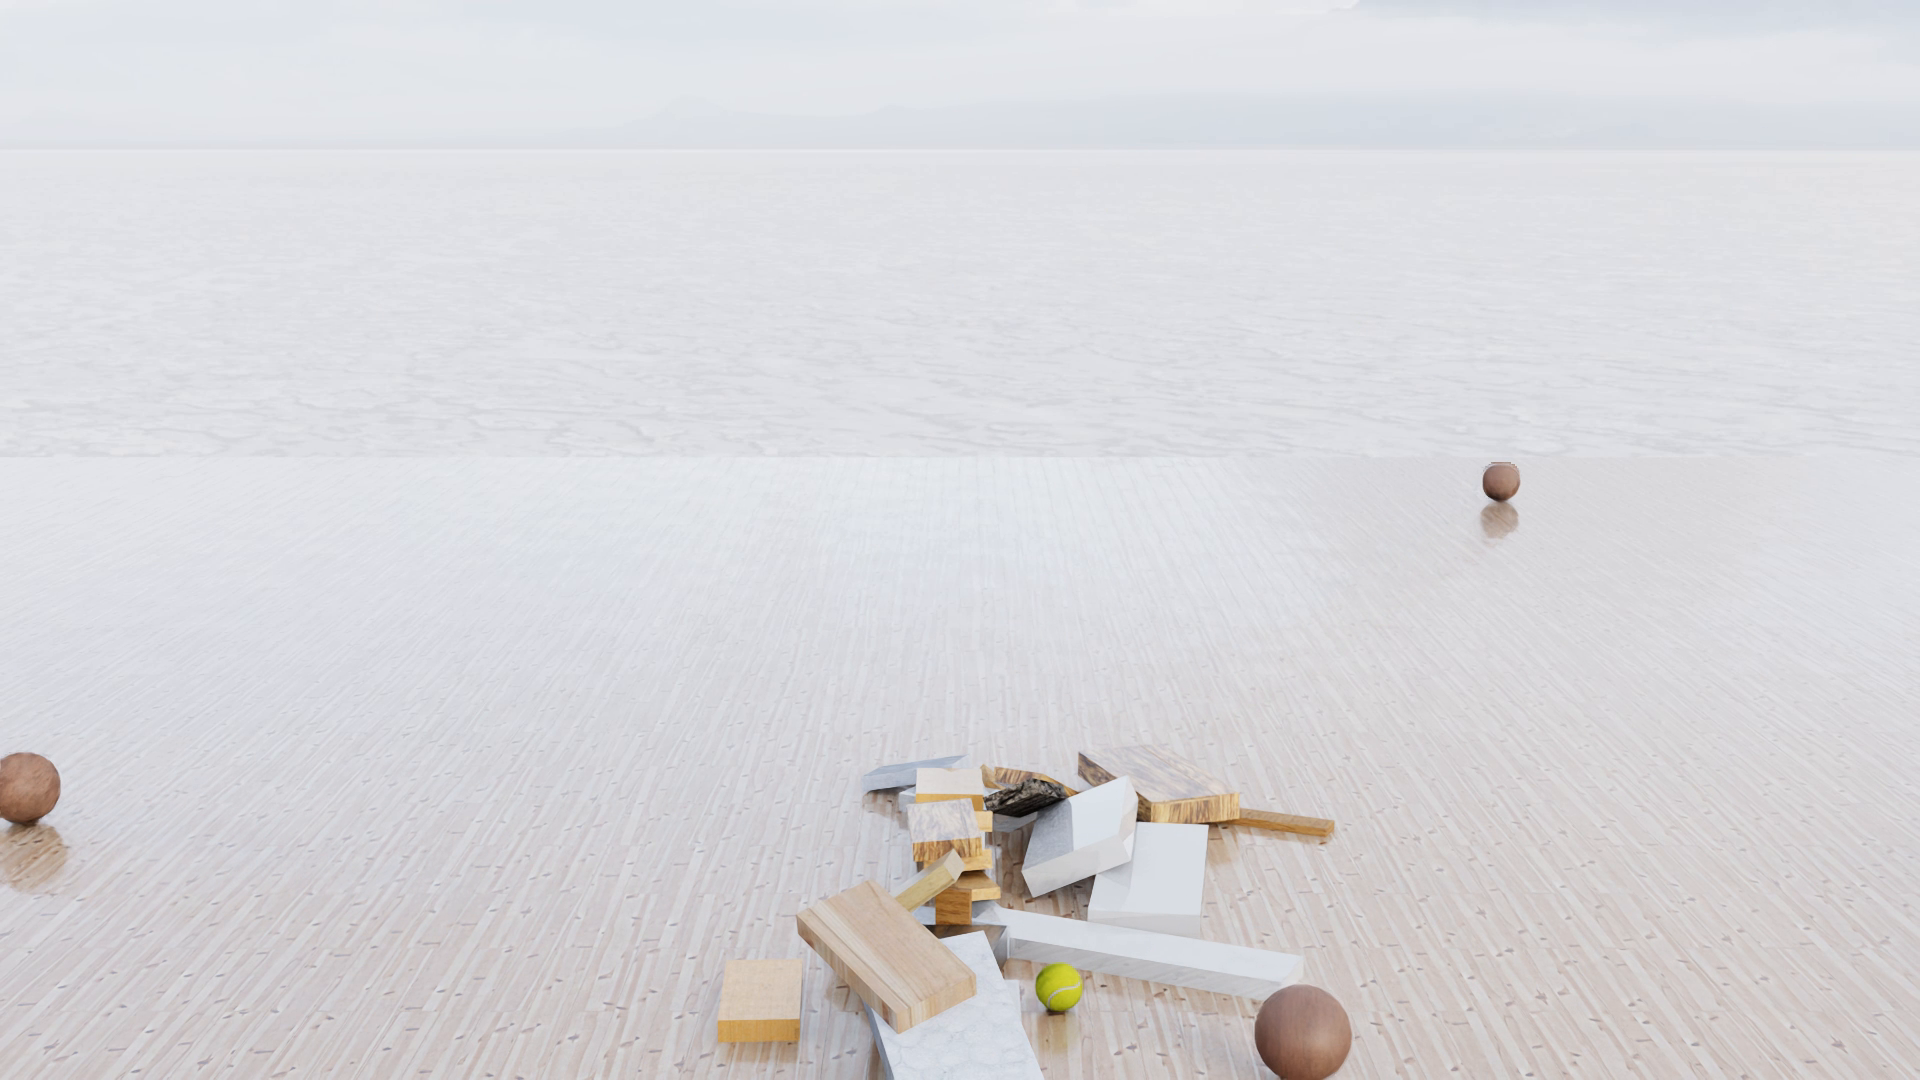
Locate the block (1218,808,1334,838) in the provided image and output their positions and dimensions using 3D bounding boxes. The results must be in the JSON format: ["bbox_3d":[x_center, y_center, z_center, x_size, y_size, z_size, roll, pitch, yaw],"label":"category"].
[{"bbox_3d":[0.496,0.508,4.066,0.386,0.016,0.055,5,12,25],"label":"block"}]

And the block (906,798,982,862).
[{"bbox_3d":[-0.028,0.476,3.625,0.110,0.031,0.221,-4,10,-3],"label":"block"}]

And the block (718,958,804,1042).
[{"bbox_3d":[-0.287,0.664,3.182,0.114,0.032,0.228,-1,11,-3],"label":"block"}]

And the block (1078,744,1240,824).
[{"bbox_3d":[0.370,0.460,4.148,0.175,0.050,0.350,-4,11,-19],"label":"block"}]

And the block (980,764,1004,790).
[{"bbox_3d":[0.066,0.466,4.206,0.055,0.016,0.111,41,4,-11],"label":"block"}]

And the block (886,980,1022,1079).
[{"bbox_3d":[-0.006,0.690,2.990,0.179,0.051,0.358,0,11,0],"label":"block"}]

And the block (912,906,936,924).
[{"bbox_3d":[-0.058,0.612,3.510,0.054,0.015,0.107,4,11,18],"label":"block"}]

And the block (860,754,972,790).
[{"bbox_3d":[-0.083,0.447,4.229,0.193,0.027,0.096,-10,3,22],"label":"block"}]

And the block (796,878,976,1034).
[{"bbox_3d":[-0.100,0.550,2.928,0.124,0.035,0.248,-21,35,-29],"label":"block"}]

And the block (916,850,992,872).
[{"bbox_3d":[-0.011,0.536,3.657,0.110,0.031,0.221,-5,-8,-5],"label":"block"}]

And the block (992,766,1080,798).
[{"bbox_3d":[0.144,0.459,4.074,0.096,0.027,0.193,6,-15,27],"label":"block"}]

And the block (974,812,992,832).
[{"bbox_3d":[-0.016,0.495,3.862,0.121,0.034,0.241,2,-8,-5],"label":"block"}]

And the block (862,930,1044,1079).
[{"bbox_3d":[-0.009,0.652,2.831,0.179,0.051,0.358,-9,31,-11],"label":"block"}]

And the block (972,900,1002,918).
[{"bbox_3d":[0.024,0.597,3.580,0.063,0.018,0.126,-4,11,-21],"label":"block"}]

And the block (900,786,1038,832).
[{"bbox_3d":[0.020,0.493,4.098,0.241,0.034,0.121,7,12,32],"label":"block"}]

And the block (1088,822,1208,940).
[{"bbox_3d":[0.319,0.565,3.665,0.175,0.050,0.458,1,11,8],"label":"block"}]

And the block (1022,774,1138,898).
[{"bbox_3d":[0.211,0.506,3.791,0.175,0.050,0.350,-23,7,10],"label":"block"}]

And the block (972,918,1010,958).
[{"bbox_3d":[0.025,0.613,3.395,0.107,0.054,0.015,5,6,24],"label":"block"}]

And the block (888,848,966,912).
[{"bbox_3d":[-0.100,0.559,3.360,0.228,0.032,0.114,-36,-1,9],"label":"block"}]

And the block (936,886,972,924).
[{"bbox_3d":[-0.010,0.588,3.384,0.054,0.107,0.015,3,9,13],"label":"block"}]

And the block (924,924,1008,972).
[{"bbox_3d":[-0.034,0.608,3.194,0.179,0.051,0.358,0,-2,5],"label":"block"}]

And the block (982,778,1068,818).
[{"bbox_3d":[0.117,0.459,3.904,0.096,0.027,0.193,-23,-16,14],"label":"block"}]

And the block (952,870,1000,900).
[{"bbox_3d":[0.018,0.558,3.554,0.063,0.018,0.126,-3,5,-14],"label":"block"}]

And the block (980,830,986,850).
[{"bbox_3d":[-0.011,0.517,3.786,0.110,0.031,0.221,1,-8,1],"label":"block"}]

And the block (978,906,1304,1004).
[{"bbox_3d":[0.259,0.631,3.362,0.514,0.032,0.114,5,12,25],"label":"block"}]

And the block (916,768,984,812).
[{"bbox_3d":[-0.019,0.458,4.028,0.121,0.034,0.241,1,5,0],"label":"block"}]
